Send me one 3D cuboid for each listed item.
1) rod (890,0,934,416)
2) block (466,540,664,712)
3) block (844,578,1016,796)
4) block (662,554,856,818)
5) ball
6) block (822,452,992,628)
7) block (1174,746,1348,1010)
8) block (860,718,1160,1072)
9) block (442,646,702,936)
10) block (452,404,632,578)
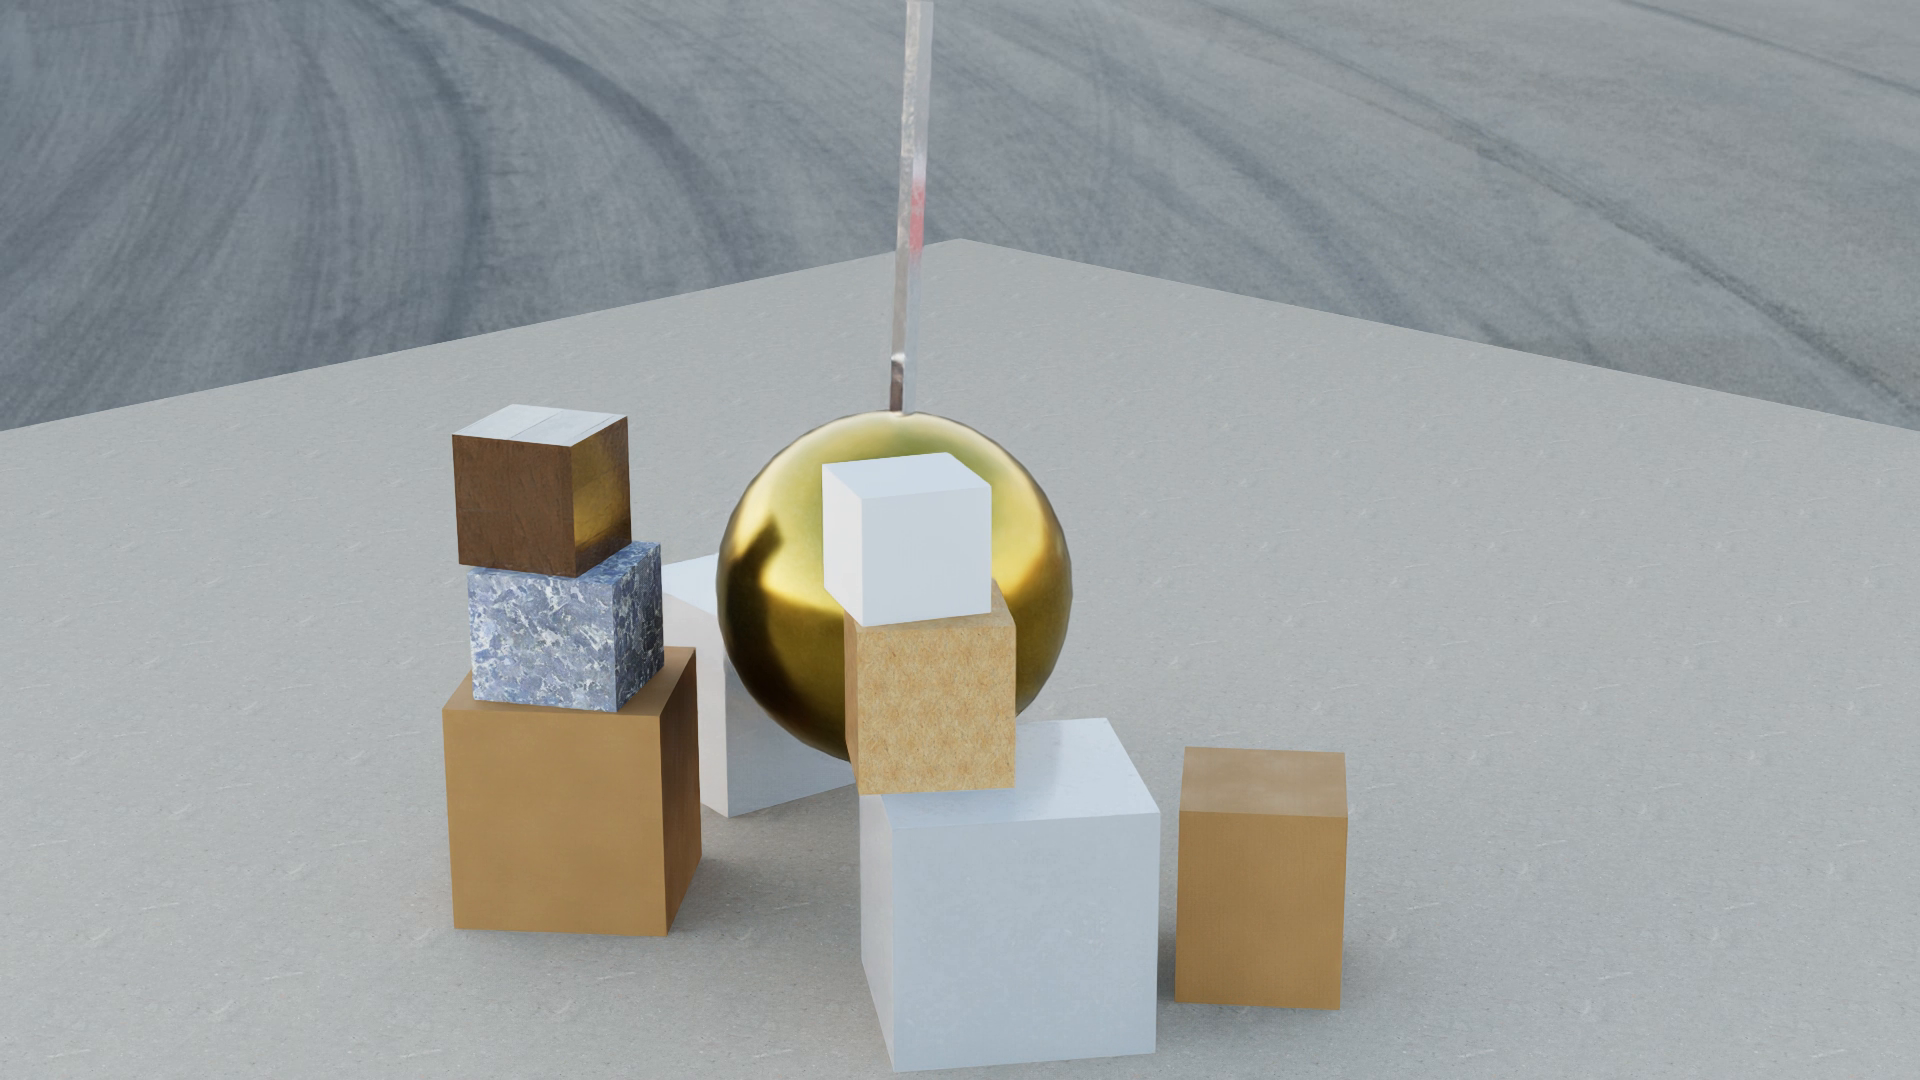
[{"bbox_3d":[-0.128,-3.069,12.243,0.080,5.200,0.080,17,20,42],"label":"rod"},{"bbox_3d":[-1.715,0.351,12.830,0.657,0.574,0.615,4,18,13],"label":"block"},{"bbox_3d":[-0.129,0.585,11.860,0.626,0.683,0.611,-2,18,-7],"label":"block"},{"bbox_3d":[-0.995,0.664,14.554,0.960,1.005,0.884,-13,21,-35],"label":"block"},{"bbox_3d":[-0.294,0.216,13.101,1.600,1.600,1.600,0,17,0],"label":"ball"},{"bbox_3d":[-0.216,-0.009,11.735,0.536,0.524,0.520,-6,18,-19],"label":"block"},{"bbox_3d":[1.272,1.419,12.394,0.683,0.861,0.719,2,18,6],"label":"block"},{"bbox_3d":[0.180,1.433,12.042,1.060,1.045,1.048,-3,18,-9],"label":"block"},{"bbox_3d":[-1.714,1.099,13.128,0.947,1.031,0.887,2,18,5],"label":"block"},{"bbox_3d":[-1.806,-0.219,12.717,0.564,0.582,0.536,6,18,19],"label":"block"}]
